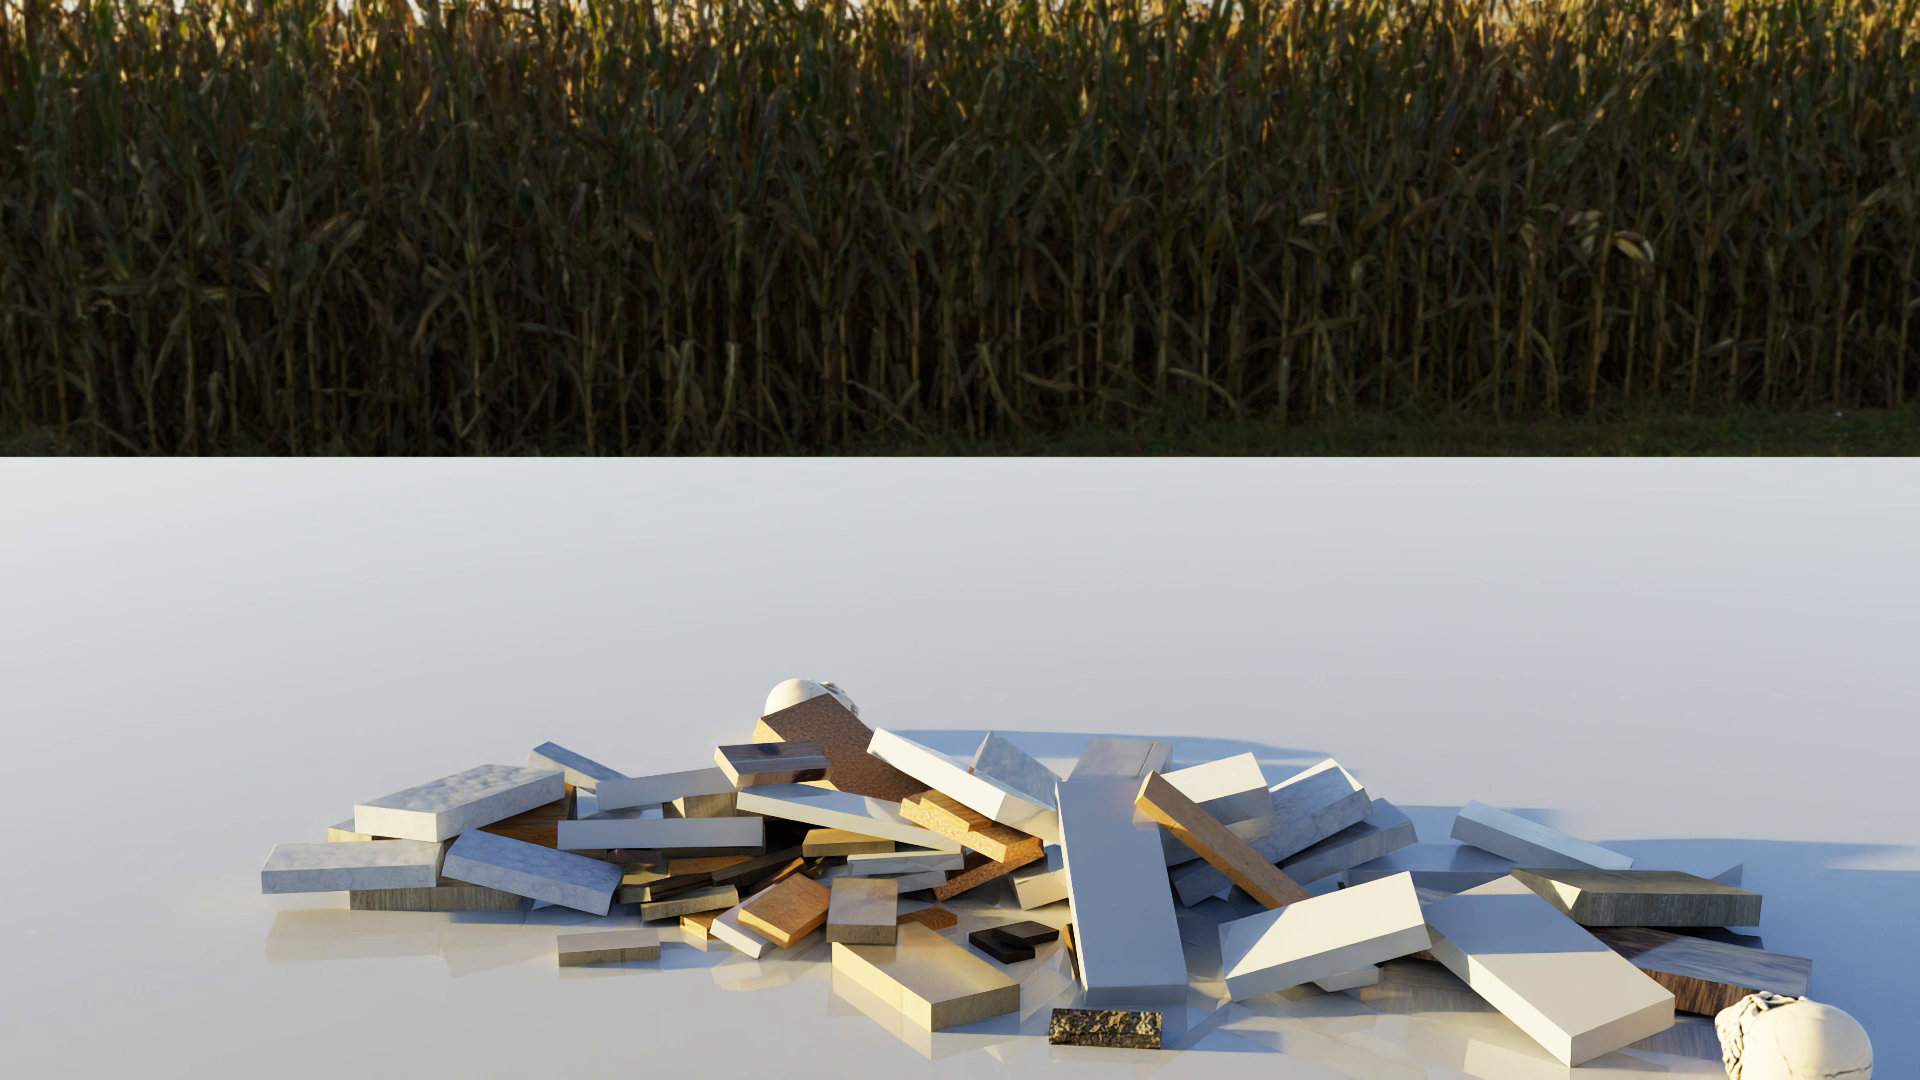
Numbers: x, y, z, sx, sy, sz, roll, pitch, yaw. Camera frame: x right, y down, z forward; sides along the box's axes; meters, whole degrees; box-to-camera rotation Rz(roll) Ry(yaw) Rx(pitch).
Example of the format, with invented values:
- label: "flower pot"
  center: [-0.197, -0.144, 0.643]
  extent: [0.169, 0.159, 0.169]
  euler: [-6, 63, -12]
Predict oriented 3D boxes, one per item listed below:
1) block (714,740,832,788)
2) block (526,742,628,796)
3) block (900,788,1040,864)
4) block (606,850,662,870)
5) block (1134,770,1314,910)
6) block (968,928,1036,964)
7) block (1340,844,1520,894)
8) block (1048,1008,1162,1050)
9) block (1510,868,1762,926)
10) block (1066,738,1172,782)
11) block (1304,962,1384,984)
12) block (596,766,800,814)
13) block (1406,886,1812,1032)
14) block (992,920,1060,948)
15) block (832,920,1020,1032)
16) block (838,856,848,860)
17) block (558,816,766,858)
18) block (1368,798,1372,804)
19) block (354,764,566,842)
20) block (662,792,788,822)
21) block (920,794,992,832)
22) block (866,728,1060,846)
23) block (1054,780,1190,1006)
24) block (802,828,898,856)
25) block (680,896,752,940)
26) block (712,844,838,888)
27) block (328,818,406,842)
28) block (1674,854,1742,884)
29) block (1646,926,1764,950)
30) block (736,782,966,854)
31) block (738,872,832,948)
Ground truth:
- label: "block"
  center: [-0.320, 0.383, 3.770]
  extent: [0.181, 0.026, 0.090]
  euler: [-1, 27, -33]
- label: "block"
  center: [-0.709, 0.442, 4.159]
  extent: [0.202, 0.029, 0.101]
  euler: [23, 7, 6]
- label: "block"
  center: [0.016, 0.466, 3.600]
  extent: [0.208, 0.029, 0.104]
  euler: [21, 15, 30]
- label: "block"
  center: [-0.552, 0.539, 3.715]
  extent: [0.073, 0.021, 0.146]
  euler: [6, -13, -15]
- label: "block"
  center: [0.429, 0.498, 3.458]
  extent: [0.359, 0.022, 0.077]
  euler: [38, 30, -2]
- label: "block"
  center: [0.065, 0.629, 3.414]
  extent: [0.054, 0.015, 0.109]
  euler: [-6, 12, -30]
- label: "block"
  center: [0.786, 0.551, 3.686]
  extent: [0.285, 0.040, 0.143]
  euler: [0, 10, 3]
- label: "block"
  center: [0.205, 0.686, 3.090]
  extent: [0.155, 0.022, 0.077]
  euler: [1, 11, 6]
- label: "block"
  center: [1.065, 0.564, 3.470]
  extent: [0.358, 0.051, 0.179]
  euler: [5, 2, -27]
- label: "block"
  center: [0.312, 0.455, 4.270]
  extent: [0.165, 0.047, 0.329]
  euler: [2, 11, 12]
- label: "block"
  center: [0.550, 0.638, 3.344]
  extent: [0.171, 0.024, 0.086]
  euler: [-5, 12, -27]
- label: "block"
  center: [-0.469, 0.448, 3.999]
  extent: [0.353, 0.050, 0.176]
  euler: [-7, -9, 1]
- label: "block"
  center: [0.935, 0.620, 3.301]
  extent: [0.627, 0.051, 0.179]
  euler: [7, 11, 25]
- label: "block"
  center: [0.103, 0.614, 3.428]
  extent: [0.055, 0.016, 0.110]
  euler: [13, 5, 33]
- label: "block"
  center: [-0.054, 0.644, 3.263]
  extent: [0.149, 0.042, 0.298]
  euler: [-6, 12, -30]
- label: "block"
  center: [-0.169, 0.525, 3.845]
  extent: [0.149, 0.021, 0.075]
  euler: [-8, 12, -36]
- label: "block"
  center: [-0.508, 0.512, 3.777]
  extent: [0.342, 0.048, 0.171]
  euler: [-1, -13, -3]
- label: "block"
  center: [0.599, 0.477, 3.695]
  extent: [0.188, 0.016, 0.058]
  euler: [-29, 13, -16]
- label: "block"
  center: [-0.876, 0.461, 3.880]
  extent: [0.171, 0.048, 0.371]
  euler: [2, 7, 24]
- label: "block"
  center: [-0.264, 0.473, 3.999]
  extent: [0.523, 0.050, 0.176]
  euler: [-4, -10, -20]
- label: "block"
  center: [-0.007, 0.443, 3.572]
  extent: [0.109, 0.015, 0.054]
  euler: [24, 17, 39]
- label: "block"
  center: [0.019, 0.415, 3.699]
  extent: [0.165, 0.047, 0.463]
  euler: [25, -3, -29]
- label: "block"
  center: [0.241, 0.529, 3.345]
  extent: [0.149, 0.042, 0.410]
  euler: [-1, 40, -5]
- label: "block"
  center: [-0.180, 0.501, 3.661]
  extent: [0.153, 0.022, 0.077]
  euler: [-3, 11, 6]
- label: "block"
  center: [-0.368, 0.605, 3.529]
  extent: [0.146, 0.021, 0.073]
  euler: [-9, 14, -41]
- label: "block"
  center: [-0.296, 0.542, 3.709]
  extent: [0.253, 0.022, 0.077]
  euler: [-15, 7, -18]
- label: "block"
  center: [-1.009, 0.504, 3.899]
  extent: [0.101, 0.029, 0.203]
  euler: [6, 12, 28]
- label: "block"
  center: [1.269, 0.567, 3.743]
  extent: [0.068, 0.019, 0.135]
  euler: [10, 15, 44]
- label: "block"
  center: [1.147, 0.630, 3.390]
  extent: [0.171, 0.024, 0.085]
  euler: [3, 11, 15]
- label: "block"
  center: [-0.172, 0.458, 3.679]
  extent: [0.390, 0.029, 0.104]
  euler: [9, 12, 13]
- label: "block"
  center: [-0.266, 0.583, 3.471]
  extent: [0.090, 0.026, 0.181]
  euler: [25, 20, 19]
